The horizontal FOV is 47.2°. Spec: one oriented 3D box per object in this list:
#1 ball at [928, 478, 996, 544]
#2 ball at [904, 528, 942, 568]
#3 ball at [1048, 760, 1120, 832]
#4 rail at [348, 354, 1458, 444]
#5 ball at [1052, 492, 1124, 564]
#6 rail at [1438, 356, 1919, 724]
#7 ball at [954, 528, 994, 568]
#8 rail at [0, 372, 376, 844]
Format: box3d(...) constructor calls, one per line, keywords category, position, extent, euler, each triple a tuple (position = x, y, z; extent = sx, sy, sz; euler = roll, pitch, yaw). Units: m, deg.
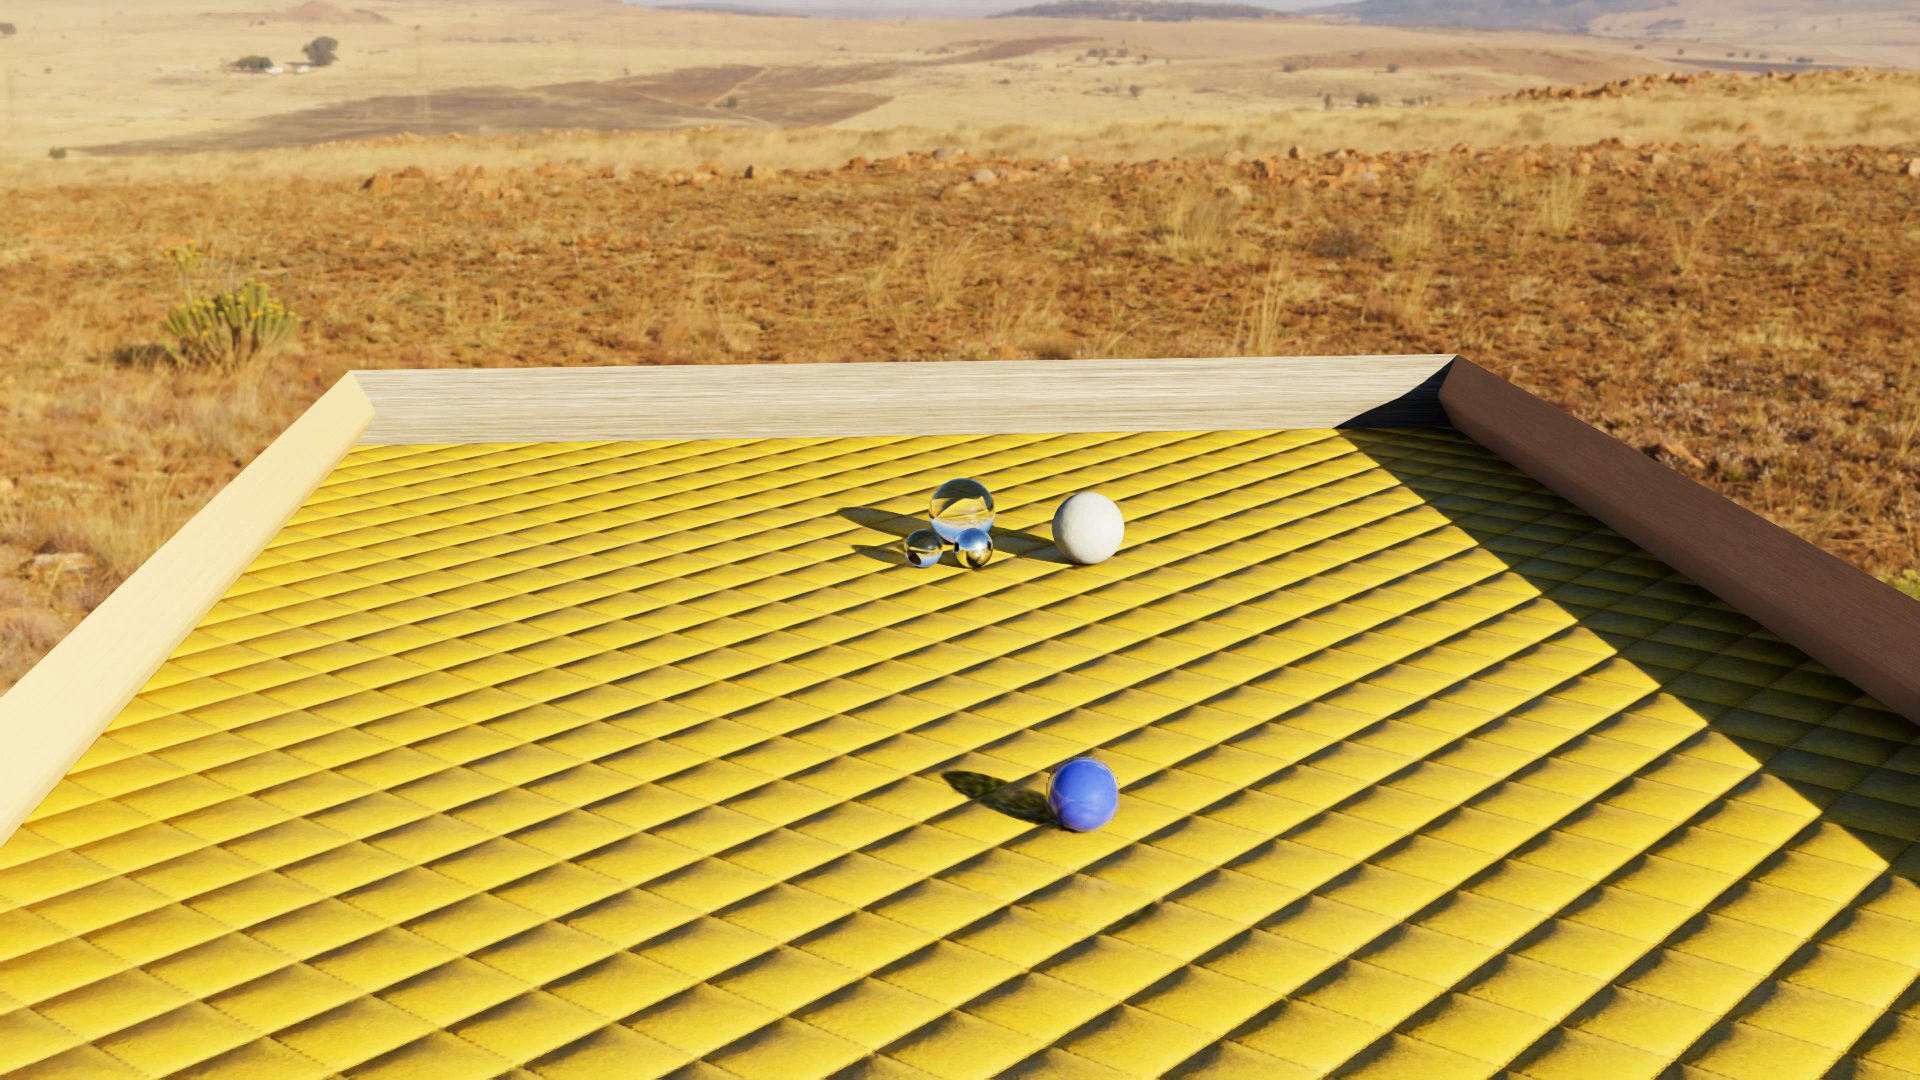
box3d(category="ball", position=(0.003, -0.039, 2.974), extent=(0.091, 0.091, 0.091), euler=(0, 14, 0))
box3d(category="ball", position=(-0.047, 0.011, 2.860), extent=(0.051, 0.051, 0.051), euler=(0, 14, 0))
box3d(category="ball", position=(0.111, 0.229, 1.971), extent=(0.064, 0.064, 0.064), euler=(0, 14, 0))
box3d(category="rail", position=(-0.072, -0.231, 3.659), extent=(1.854, 0.124, 0.045), euler=(-1, 14, -5))
box3d(category="ball", position=(0.167, -0.015, 2.873), extent=(0.095, 0.095, 0.095), euler=(0, 14, 0))
box3d(category="rail", position=(0.974, 0.166, 2.097), extent=(0.045, 0.124, 3.439), euler=(-1, 14, -5))
box3d(category="ball", position=(0.017, 0.010, 2.857), extent=(0.052, 0.052, 0.052), euler=(0, 14, 0))
box3d(category="rail", position=(-0.825, 0.204, 1.946), extent=(0.045, 0.124, 3.439), euler=(-1, 14, -5))
